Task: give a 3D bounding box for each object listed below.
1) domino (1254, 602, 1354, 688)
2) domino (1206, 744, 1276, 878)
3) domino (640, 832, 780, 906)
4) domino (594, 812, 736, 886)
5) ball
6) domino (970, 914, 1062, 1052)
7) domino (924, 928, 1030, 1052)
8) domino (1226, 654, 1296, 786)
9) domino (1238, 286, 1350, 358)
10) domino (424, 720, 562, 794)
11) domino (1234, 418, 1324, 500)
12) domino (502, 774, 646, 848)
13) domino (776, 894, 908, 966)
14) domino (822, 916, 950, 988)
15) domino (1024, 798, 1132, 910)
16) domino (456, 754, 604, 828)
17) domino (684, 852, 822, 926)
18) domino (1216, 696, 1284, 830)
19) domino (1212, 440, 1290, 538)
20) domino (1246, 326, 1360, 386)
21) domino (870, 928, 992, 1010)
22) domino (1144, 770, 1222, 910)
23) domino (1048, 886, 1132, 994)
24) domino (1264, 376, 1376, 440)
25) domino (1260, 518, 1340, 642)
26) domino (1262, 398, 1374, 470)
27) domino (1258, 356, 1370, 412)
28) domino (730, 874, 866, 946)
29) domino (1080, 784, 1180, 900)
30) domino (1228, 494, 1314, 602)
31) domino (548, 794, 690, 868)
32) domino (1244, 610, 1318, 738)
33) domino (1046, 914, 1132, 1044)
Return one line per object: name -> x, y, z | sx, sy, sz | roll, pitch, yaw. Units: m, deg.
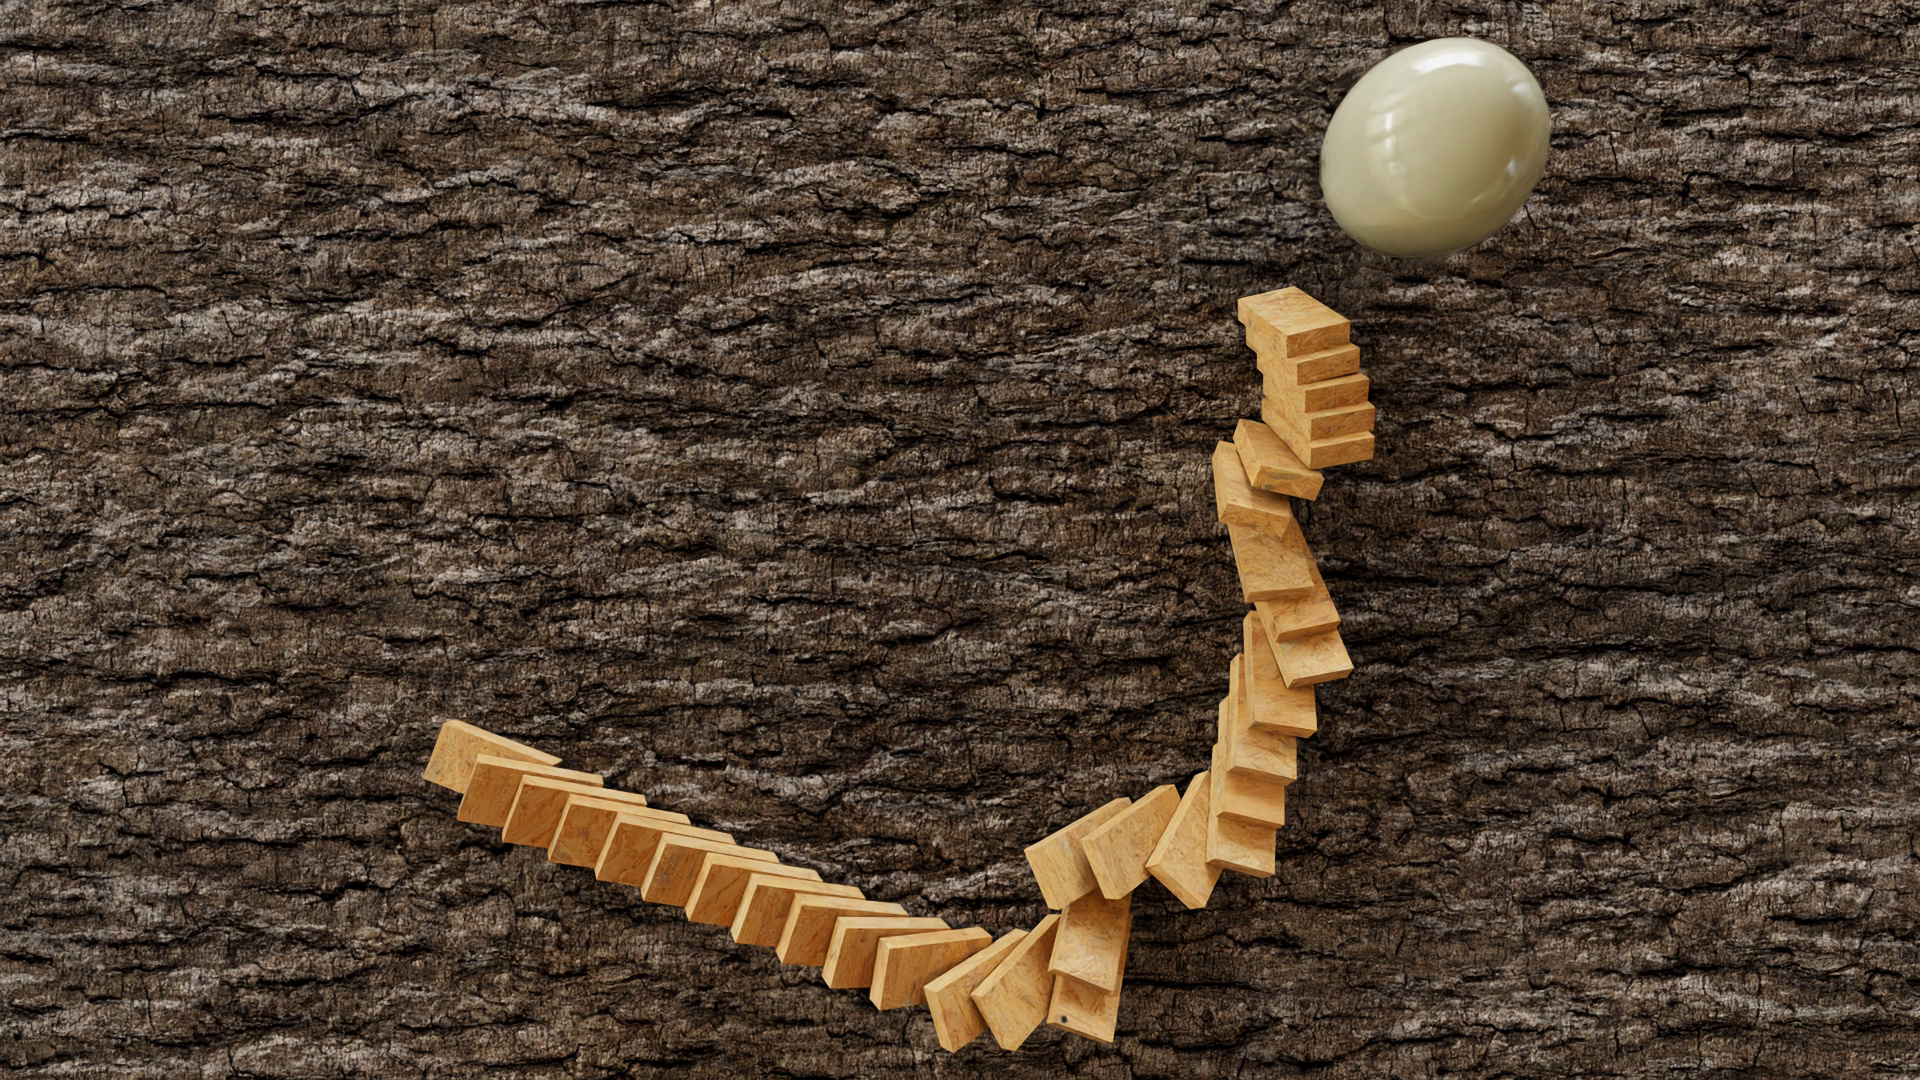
domino -> 0.141, 0.035, 0.382 | 0.025, 0.010, 0.050 | -10, 58, -2
domino -> 0.118, 0.112, 0.382 | 0.025, 0.010, 0.050 | 16, 58, -3
domino -> -0.104, 0.141, 0.384 | 0.050, 0.009, 0.025 | 22, 90, -28
domino -> -0.123, 0.133, 0.384 | 0.050, 0.009, 0.025 | 22, 90, -28
ball -> 0.184, -0.152, 0.360 | 0.080, 0.080, 0.080 | 0, 90, 0
domino -> 0.030, 0.183, 0.381 | 0.050, 0.009, 0.025 | -30, 90, -37
domino -> 0.011, 0.186, 0.382 | 0.050, 0.009, 0.025 | -16, 90, -35
domino -> 0.126, 0.074, 0.383 | 0.025, 0.009, 0.050 | 13, 58, -1
domino -> 0.136, -0.090, 0.376 | 0.025, 0.050, 0.009 | -13, 121, 0
domino -> -0.201, 0.099, 0.395 | 0.050, 0.010, 0.025 | 21, 90, 0
domino -> 0.129, -0.034, 0.376 | 0.025, 0.050, 0.009 | 13, 119, 0
domino -> -0.161, 0.116, 0.384 | 0.050, 0.010, 0.025 | 20, 90, -28
domino -> -0.049, 0.164, 0.384 | 0.050, 0.009, 0.025 | 19, 90, -29
domino -> -0.030, 0.172, 0.383 | 0.050, 0.010, 0.025 | 15, 90, -31
domino -> 0.054, 0.130, 0.383 | 0.050, 0.010, 0.025 | -20, 81, -26
domino -> -0.179, 0.108, 0.384 | 0.050, 0.009, 0.025 | 20, 90, -27
domino -> -0.086, 0.149, 0.384 | 0.050, 0.010, 0.025 | 22, 90, -29
domino -> 0.121, 0.092, 0.382 | 0.025, 0.009, 0.050 | 14, 58, -2
domino -> 0.119, -0.022, 0.377 | 0.025, 0.050, 0.009 | 14, 126, 2
domino -> 0.139, -0.079, 0.376 | 0.025, 0.050, 0.010 | -13, 121, -1
domino -> -0.012, 0.178, 0.383 | 0.050, 0.010, 0.025 | 9, 90, -32
domino -> 0.100, 0.124, 0.382 | 0.025, 0.010, 0.050 | 43, 55, 0
domino -> 0.056, 0.158, 0.382 | 0.025, 0.009, 0.050 | 22, 55, -1
domino -> 0.146, -0.058, 0.376 | 0.025, 0.050, 0.009 | -10, 121, 0
domino -> 0.136, 0.016, 0.383 | 0.025, 0.009, 0.050 | -11, 58, 0
domino -> 0.146, -0.046, 0.376 | 0.025, 0.050, 0.009 | -10, 121, 0
domino -> 0.144, -0.069, 0.376 | 0.025, 0.050, 0.010 | -10, 121, 0
domino -> -0.067, 0.157, 0.384 | 0.050, 0.009, 0.025 | 20, 90, -29
domino -> 0.075, 0.125, 0.381 | 0.050, 0.010, 0.025 | -20, 85, -35
domino -> 0.127, 0.001, 0.382 | 0.025, 0.009, 0.050 | -5, 58, 4
domino -> -0.142, 0.125, 0.384 | 0.050, 0.010, 0.025 | 21, 90, -28
domino -> 0.133, 0.055, 0.383 | 0.025, 0.010, 0.050 | 9, 58, 0
domino -> 0.054, 0.178, 0.381 | 0.025, 0.010, 0.050 | 22, 56, -4
